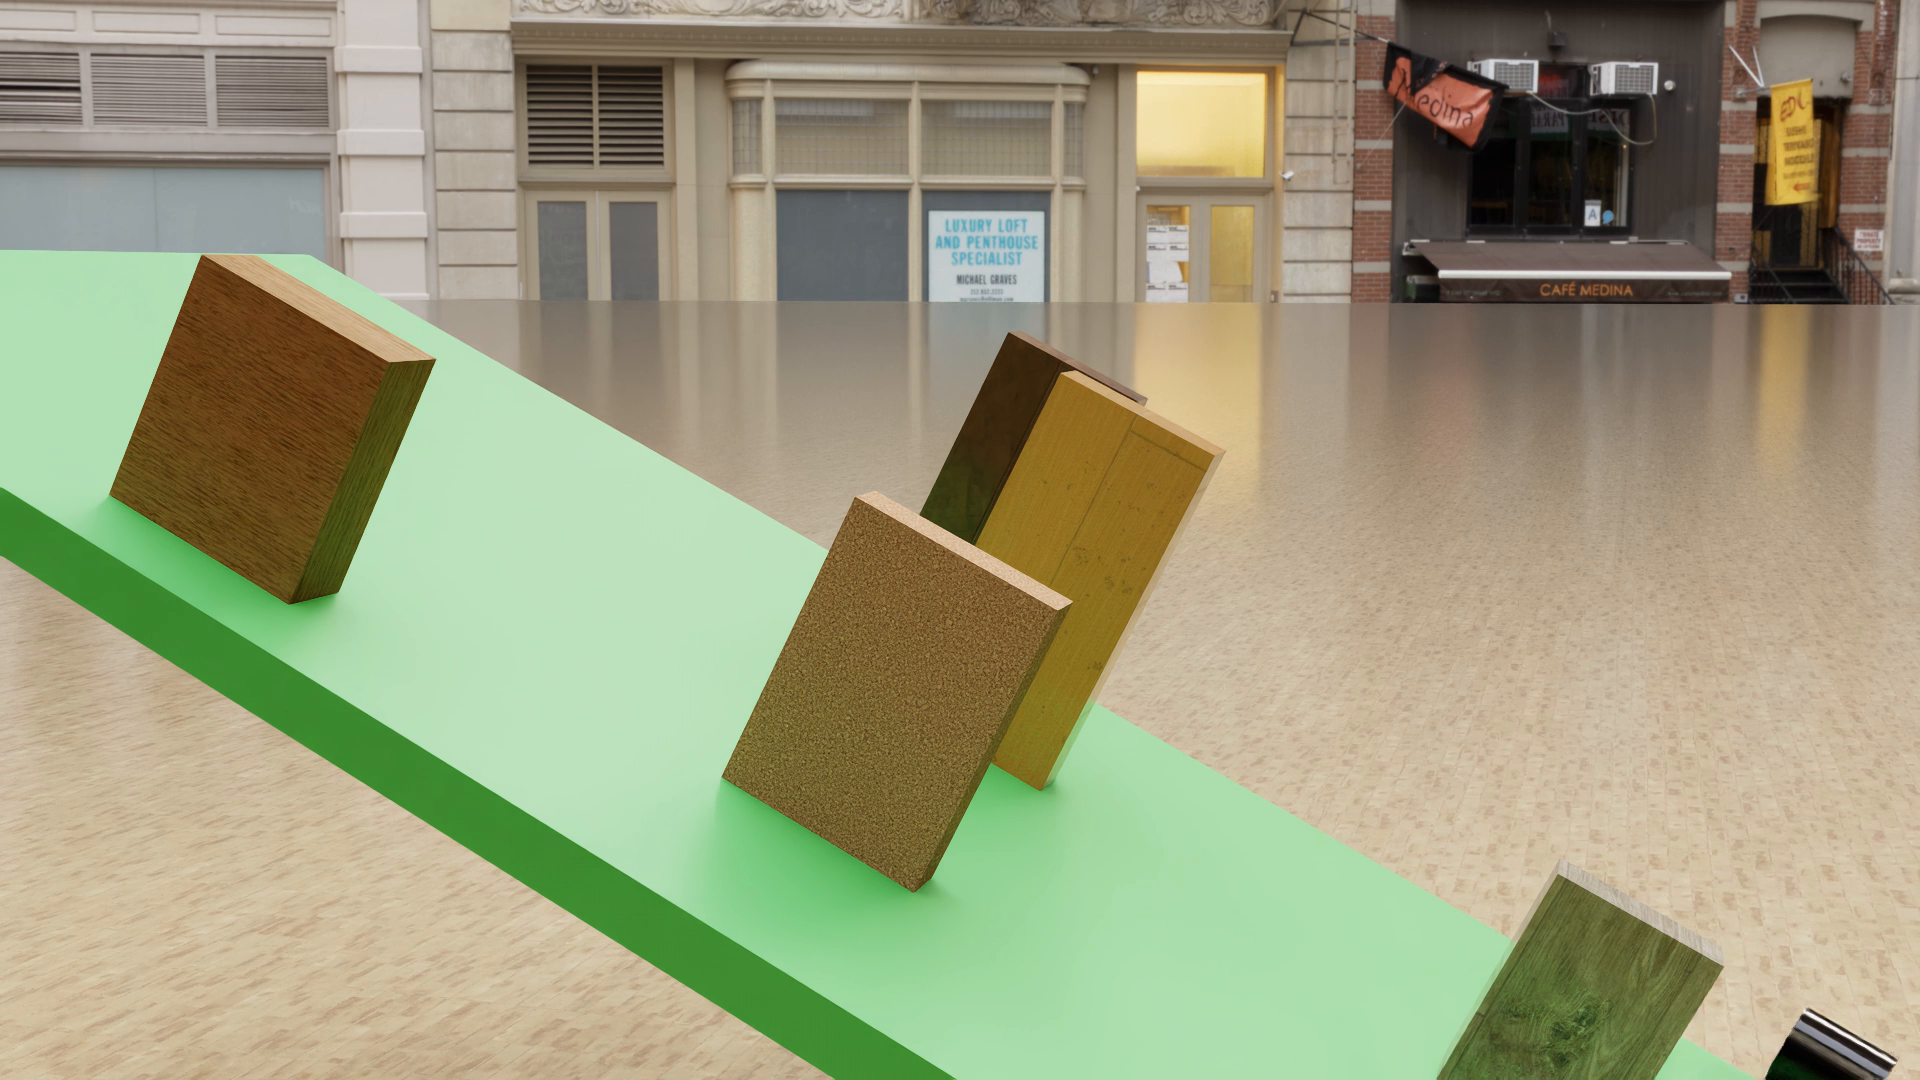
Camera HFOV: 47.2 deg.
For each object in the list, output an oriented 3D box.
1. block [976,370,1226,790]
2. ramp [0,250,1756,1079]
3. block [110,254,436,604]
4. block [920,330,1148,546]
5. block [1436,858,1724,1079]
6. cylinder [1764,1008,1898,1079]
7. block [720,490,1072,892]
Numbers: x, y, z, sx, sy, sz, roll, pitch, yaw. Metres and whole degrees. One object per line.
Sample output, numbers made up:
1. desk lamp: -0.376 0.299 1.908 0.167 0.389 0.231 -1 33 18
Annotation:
1. block: 0.193 0.080 4.319 0.336 0.749 0.121 29 14 12
2. ramp: -0.238 0.399 4.156 4.000 0.100 2.000 29 14 12
3. block: -1.118 -0.183 3.571 0.372 0.436 0.142 29 14 12
4. block: 0.101 -0.064 4.769 0.316 0.707 0.102 29 14 12
5. block: 1.080 0.829 3.842 0.308 0.435 0.111 29 14 12
6. cylinder: 1.867 1.147 4.725 0.204 0.204 0.204 30 21 27
7. block: -0.108 0.248 3.613 0.379 0.535 0.099 29 14 12
